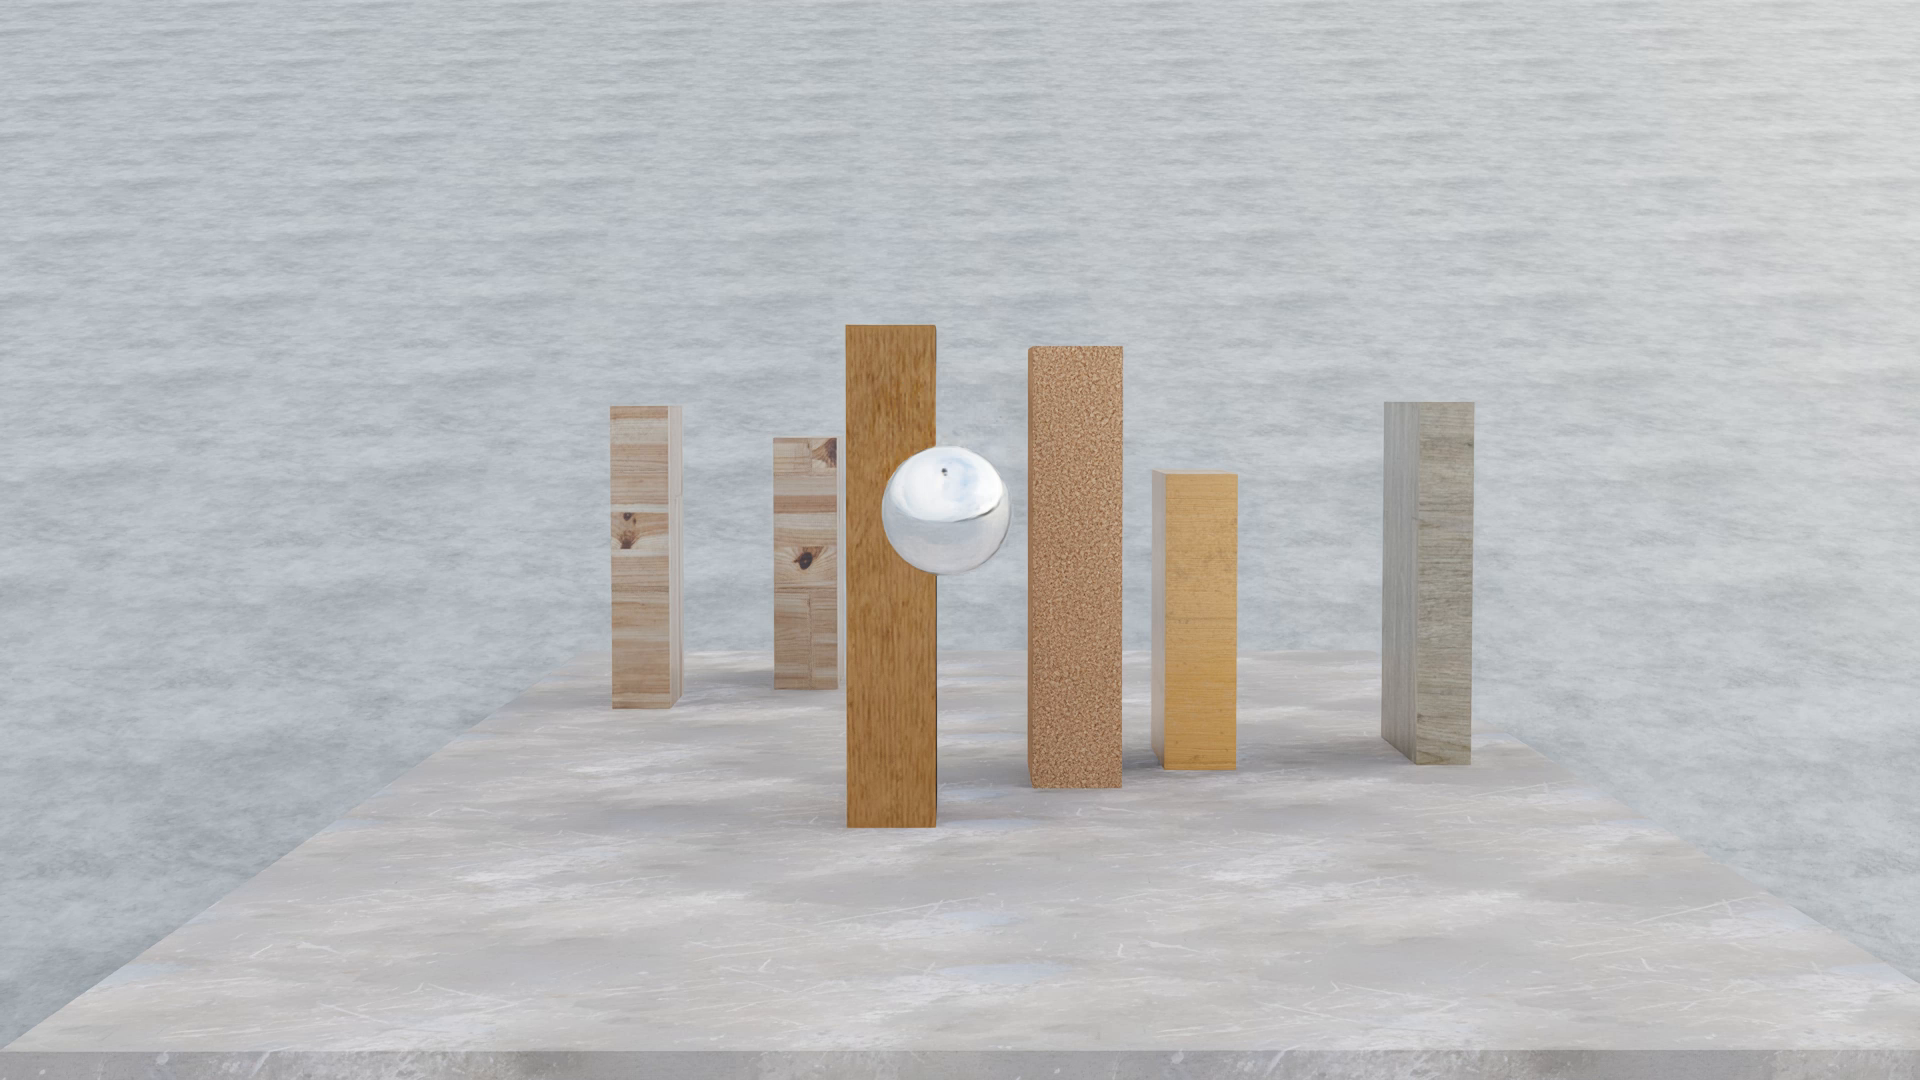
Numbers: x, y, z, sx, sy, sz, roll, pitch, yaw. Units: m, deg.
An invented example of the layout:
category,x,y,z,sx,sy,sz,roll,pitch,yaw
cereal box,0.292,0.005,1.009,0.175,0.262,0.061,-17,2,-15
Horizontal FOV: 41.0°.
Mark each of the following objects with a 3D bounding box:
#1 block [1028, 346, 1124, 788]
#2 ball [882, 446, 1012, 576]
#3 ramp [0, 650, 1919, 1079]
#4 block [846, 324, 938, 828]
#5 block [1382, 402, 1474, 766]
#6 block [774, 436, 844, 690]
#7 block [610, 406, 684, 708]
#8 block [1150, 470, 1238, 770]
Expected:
category,x,y,z,sx,sy,sz,roll,pitch,yaw
block,0.192,0.038,4.361,0.147,0.726,0.305,0,3,0
ball,-0.015,-0.034,2.909,0.147,0.147,0.147,0,21,0
ramp,0.049,0.442,4.532,2.000,0.100,4.000,0,3,0
block,-0.103,0.048,3.959,0.133,0.750,0.275,0,3,0
block,0.845,0.067,4.661,0.095,0.634,0.373,0,3,0
block,-0.340,0.043,5.817,0.139,0.554,0.348,0,3,0
block,-0.659,0.029,5.433,0.119,0.625,0.282,0,3,0
block,0.414,0.134,4.573,0.124,0.511,0.306,0,3,0
